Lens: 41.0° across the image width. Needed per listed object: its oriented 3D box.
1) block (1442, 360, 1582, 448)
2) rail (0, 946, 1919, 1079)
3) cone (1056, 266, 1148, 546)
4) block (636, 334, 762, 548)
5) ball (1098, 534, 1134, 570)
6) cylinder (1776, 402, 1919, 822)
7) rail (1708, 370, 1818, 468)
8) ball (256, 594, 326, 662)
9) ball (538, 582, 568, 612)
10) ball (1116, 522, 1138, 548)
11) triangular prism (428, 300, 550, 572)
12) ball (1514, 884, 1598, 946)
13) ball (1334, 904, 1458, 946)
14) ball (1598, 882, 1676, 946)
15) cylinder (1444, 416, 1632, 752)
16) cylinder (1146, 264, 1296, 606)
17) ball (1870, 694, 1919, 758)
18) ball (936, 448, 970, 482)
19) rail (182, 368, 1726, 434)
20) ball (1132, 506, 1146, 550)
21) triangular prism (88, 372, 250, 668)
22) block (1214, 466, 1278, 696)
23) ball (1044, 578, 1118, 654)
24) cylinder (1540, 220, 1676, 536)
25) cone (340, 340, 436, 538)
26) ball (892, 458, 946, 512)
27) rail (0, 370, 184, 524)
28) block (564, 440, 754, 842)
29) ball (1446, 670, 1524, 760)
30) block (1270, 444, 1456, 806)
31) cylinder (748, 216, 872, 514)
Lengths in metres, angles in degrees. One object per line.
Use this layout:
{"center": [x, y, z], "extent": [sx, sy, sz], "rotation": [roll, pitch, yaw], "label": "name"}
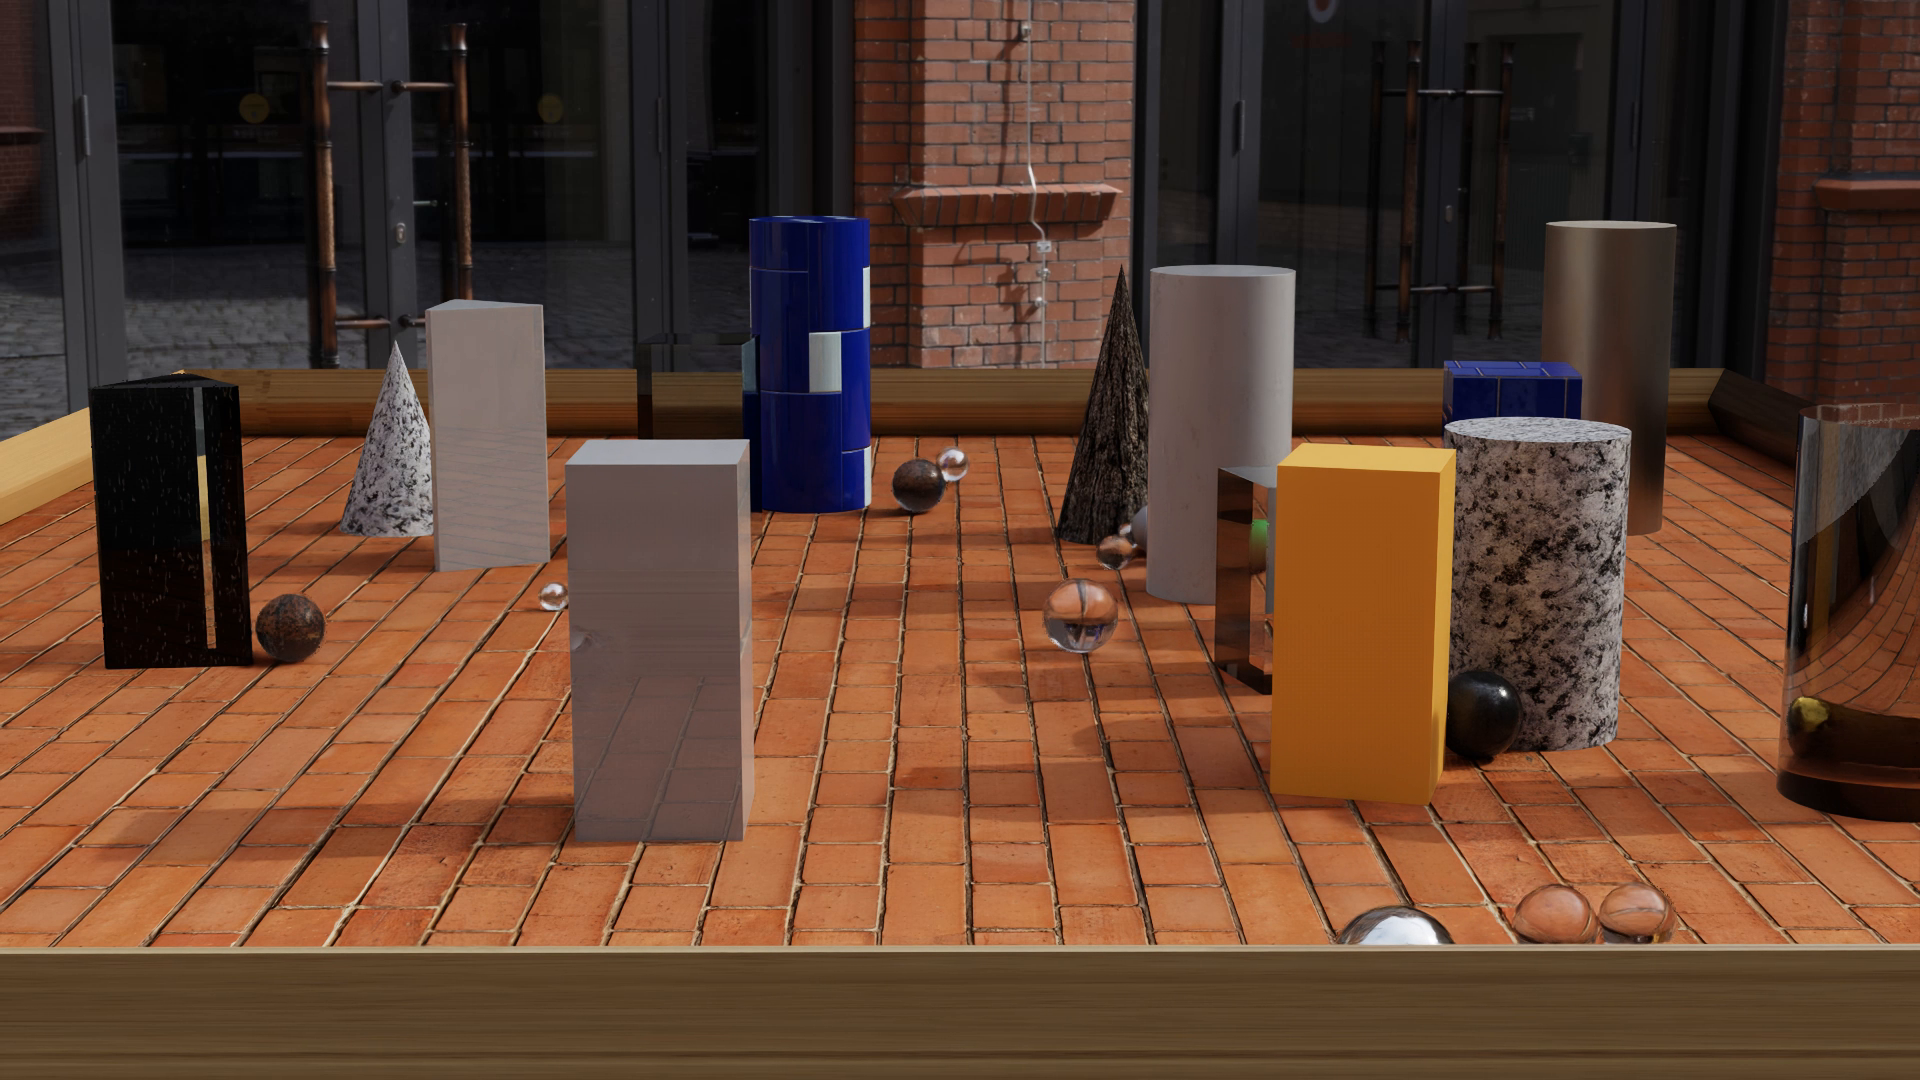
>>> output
{"center": [0.711, -0.053, 3.340], "extent": [0.159, 0.342, 0.159], "rotation": [1, 11, 6], "label": "block"}
{"center": [0.010, 0.339, 1.794], "extent": [3.077, 0.129, 0.045], "rotation": [0, 10, 0], "label": "rail"}
{"center": [0.250, -0.218, 3.997], "extent": [0.199, 0.427, 0.199], "rotation": [0, 10, 0], "label": "cone"}
{"center": [-0.397, -0.150, 3.927], "extent": [0.159, 0.317, 0.159], "rotation": [1, 11, 5], "label": "block"}
{"center": [0.227, 0.018, 3.752], "extent": [0.052, 0.052, 0.052], "rotation": [0, 10, 0], "label": "ball"}
{"center": [0.931, 0.068, 2.563], "extent": [0.199, 0.386, 0.199], "rotation": [0, 10, 0], "label": "cylinder"}
{"center": [1.515, 0.032, 3.457], "extent": [0.045, 0.129, 3.412], "rotation": [0, 10, 0], "label": "rail"}
{"center": [-0.828, 0.108, 3.175], "extent": [0.084, 0.084, 0.084], "rotation": [0, 10, 0], "label": "ball"}
{"center": [-0.550, 0.076, 3.468], "extent": [0.040, 0.040, 0.040], "rotation": [0, 10, 0], "label": "ball"}
{"center": [0.259, -0.007, 3.917], "extent": [0.041, 0.041, 0.041], "rotation": [0, 10, 0], "label": "ball"}
{"center": [-0.720, -0.160, 3.808], "extent": [0.173, 0.382, 0.150], "rotation": [-5, 12, -27], "label": "triangular prism"}
{"center": [0.487, 0.315, 2.099], "extent": [0.068, 0.068, 0.068], "rotation": [0, 10, 0], "label": "ball"}
{"center": [0.331, 0.327, 1.947], "extent": [0.100, 0.100, 0.100], "rotation": [0, 10, 0], "label": "ball"}
{"center": [0.559, 0.314, 2.120], "extent": [0.062, 0.062, 0.062], "rotation": [0, 10, 0], "label": "ball"}
{"center": [0.630, 0.044, 2.827], "extent": [0.199, 0.336, 0.199], "rotation": [0, 10, 0], "label": "cylinder"}
{"center": [0.361, -0.150, 3.565], "extent": [0.199, 0.449, 0.199], "rotation": [0, 10, 0], "label": "cylinder"}
{"center": [1.006, 0.198, 2.731], "extent": [0.068, 0.068, 0.068], "rotation": [0, 10, 0], "label": "ball"}
{"center": [-0.014, -0.133, 4.545], "extent": [0.061, 0.061, 0.061], "rotation": [0, 10, 0], "label": "ball"}
{"center": [-0.010, -0.273, 5.103], "extent": [3.077, 0.129, 0.045], "rotation": [0, 10, 0], "label": "rail"}
{"center": [0.298, -0.018, 3.873], "extent": [0.078, 0.078, 0.078], "rotation": [0, 10, 0], "label": "ball"}
{"center": [-0.968, -0.027, 3.190], "extent": [0.173, 0.345, 0.150], "rotation": [-1, 11, -7], "label": "triangular prism"}
{"center": [0.411, 0.043, 3.080], "extent": [0.159, 0.246, 0.159], "rotation": [-3, 11, -15], "label": "block"}
{"center": [0.151, 0.095, 3.219], "extent": [0.094, 0.094, 0.094], "rotation": [0, 10, 0], "label": "ball"}
{"center": [1.023, -0.260, 4.076], "extent": [0.199, 0.480, 0.199], "rotation": [0, 10, 0], "label": "cylinder"}
{"center": [-0.893, -0.170, 4.083], "extent": [0.199, 0.301, 0.199], "rotation": [0, 10, 0], "label": "cone"}
{"center": [-0.068, -0.089, 4.231], "extent": [0.089, 0.089, 0.089], "rotation": [0, 10, 0], "label": "ball"}
{"center": [-1.515, 0.035, 3.440], "extent": [0.045, 0.129, 3.412], "rotation": [0, 10, 0], "label": "rail"}
{"center": [-0.287, 0.094, 2.486], "extent": [0.159, 0.363, 0.159], "rotation": [0, 10, -1], "label": "block"}
{"center": [0.551, 0.185, 2.727], "extent": [0.095, 0.095, 0.095], "rotation": [0, 10, 0], "label": "ball"}
{"center": [0.413, 0.082, 2.625], "extent": [0.159, 0.336, 0.159], "rotation": [3, 11, 16], "label": "block"}
{"center": [-0.249, -0.296, 4.281], "extent": [0.199, 0.476, 0.199], "rotation": [0, 10, 0], "label": "cylinder"}
